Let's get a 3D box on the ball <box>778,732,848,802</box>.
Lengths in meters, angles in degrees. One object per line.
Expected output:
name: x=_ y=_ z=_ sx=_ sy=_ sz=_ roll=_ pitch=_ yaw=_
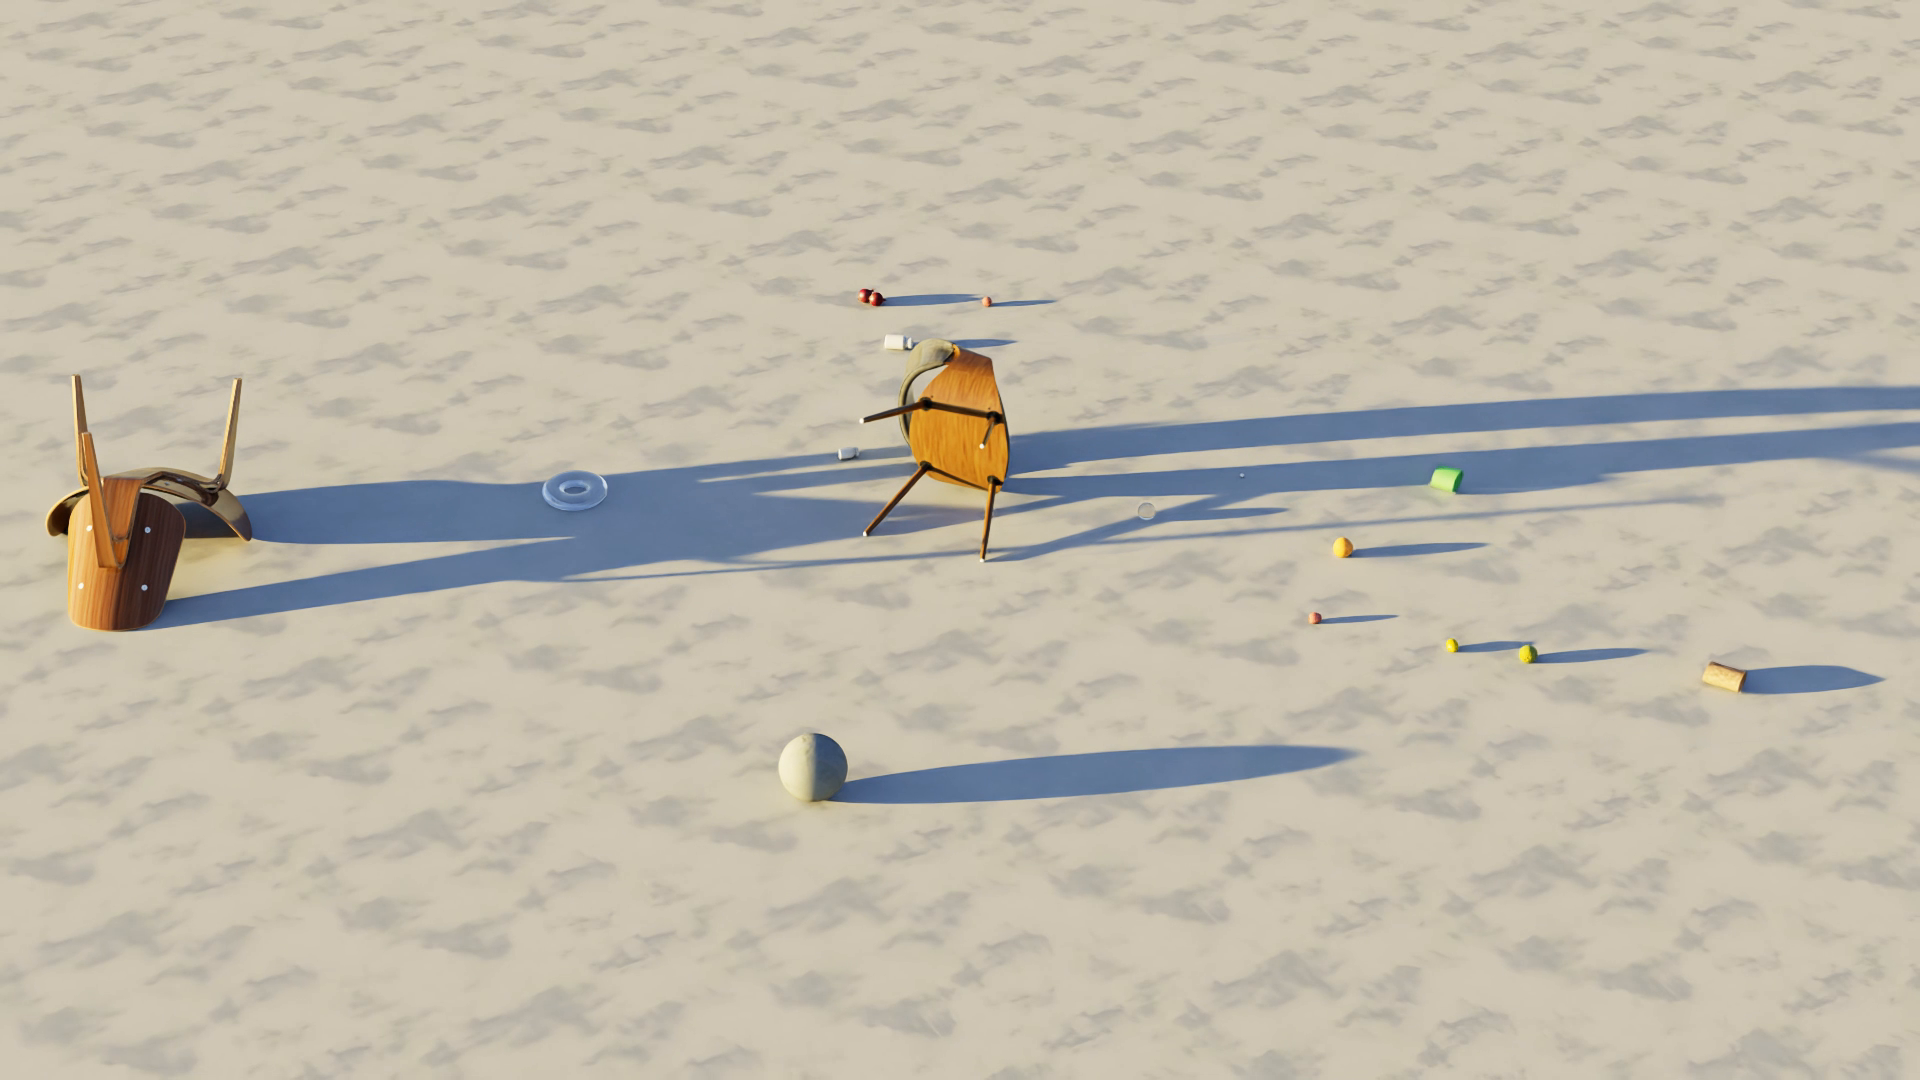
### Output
ball: x=-0.481 y=0.745 z=9.608 sx=0.226 sy=0.226 sz=0.226 roll=0 pitch=33 yaw=0

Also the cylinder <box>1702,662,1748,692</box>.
cylinder: x=2.652 y=0.474 z=10.165 sx=0.125 sy=0.065 sz=0.106 roll=18 pitch=30 yaw=25

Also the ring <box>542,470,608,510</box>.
ring: x=-1.469 y=-0.190 z=11.187 sx=0.250 sy=0.051 sz=0.256 roll=-6 pitch=34 yaw=-10

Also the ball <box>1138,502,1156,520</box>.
ball: x=0.703 y=-0.107 z=11.045 sx=0.069 sy=0.069 sz=0.069 roll=0 pitch=33 yaw=0
